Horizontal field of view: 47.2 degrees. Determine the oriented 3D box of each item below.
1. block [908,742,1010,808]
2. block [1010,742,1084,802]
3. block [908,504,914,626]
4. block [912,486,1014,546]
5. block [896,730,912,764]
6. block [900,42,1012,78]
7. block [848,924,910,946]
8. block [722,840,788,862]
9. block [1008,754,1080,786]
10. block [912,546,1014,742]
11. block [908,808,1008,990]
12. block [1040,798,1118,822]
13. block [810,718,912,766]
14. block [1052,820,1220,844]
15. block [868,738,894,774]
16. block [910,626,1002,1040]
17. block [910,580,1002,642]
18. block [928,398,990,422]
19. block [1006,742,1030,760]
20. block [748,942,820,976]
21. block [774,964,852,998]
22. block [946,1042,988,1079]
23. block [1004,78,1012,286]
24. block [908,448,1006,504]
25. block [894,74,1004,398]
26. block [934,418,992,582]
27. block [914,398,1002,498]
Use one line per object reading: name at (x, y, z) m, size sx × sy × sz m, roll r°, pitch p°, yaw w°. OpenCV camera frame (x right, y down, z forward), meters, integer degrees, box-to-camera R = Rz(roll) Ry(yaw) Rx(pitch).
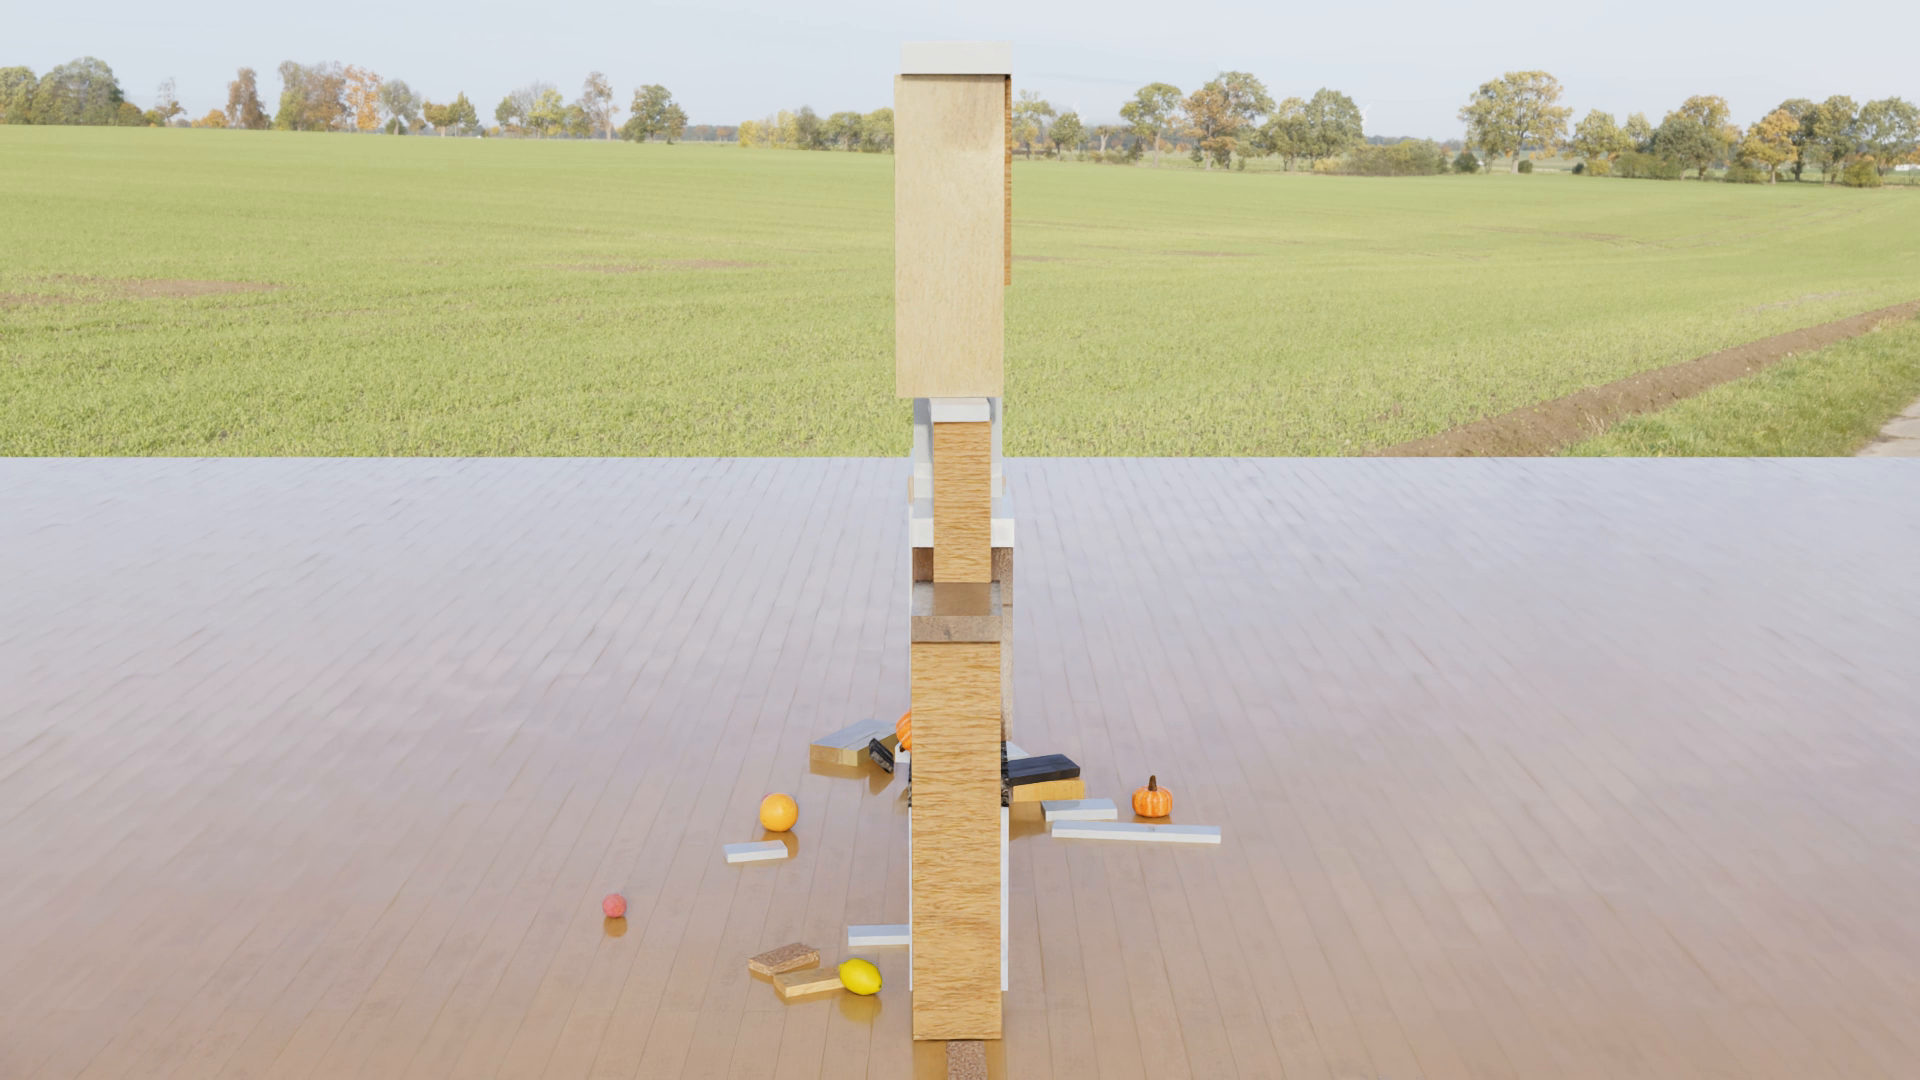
block at (-0.002, 0.339, 3.314) m, size 0.145 × 0.041 × 0.291 m, roll 0°, pitch 11°, yaw 0°
block at (0.158, 0.452, 4.308) m, size 0.136 × 0.039 × 0.272 m, roll -1°, pitch 11°, yaw -4°
block at (-0.004, 0.087, 3.665) m, size 0.159 × 0.319 × 0.045 m, roll 0°, pitch 11°, yaw 0°
block at (0.004, -0.039, 3.429) m, size 0.152 × 0.043 × 0.304 m, roll 0°, pitch 11°, yaw 0°
block at (-0.048, 0.401, 4.389) m, size 0.112 × 0.032 × 0.223 m, roll 2°, pitch 11°, yaw 12°
block at (-0.003, -0.702, 3.223) m, size 0.156 × 0.044 × 0.312 m, roll 0°, pitch 11°, yaw 1°
block at (-0.126, 0.622, 3.460) m, size 0.100 × 0.014 × 0.050 m, roll -1°, pitch 11°, yaw -5°
block at (-0.360, 0.546, 3.862) m, size 0.105 × 0.015 × 0.053 m, roll -3°, pitch 11°, yaw -16°
block at (0.115, 0.440, 4.165) m, size 0.227 × 0.019 × 0.067 m, roll -4°, pitch 22°, yaw -31°
block at (0.004, 0.153, 3.362) m, size 0.152 × 0.308 × 0.043 m, roll 0°, pitch 11°, yaw 0°
block at (-0.002, 0.520, 3.249) m, size 0.145 × 0.291 × 0.041 m, roll 0°, pitch 11°, yaw 0°
block at (0.221, 0.502, 4.093) m, size 0.133 × 0.019 × 0.067 m, roll -1°, pitch 11°, yaw -6°
block at (-0.202, 0.415, 4.525) m, size 0.112 × 0.032 × 0.223 m, roll 6°, pitch 12°, yaw 28°
block at (0.318, 0.526, 3.971) m, size 0.302 × 0.015 × 0.052 m, roll 1°, pitch 11°, yaw 7°
block at (-0.157, 0.431, 4.399) m, size 0.052 × 0.015 × 0.104 m, roll 43°, pitch 6°, yaw -10°
block at (-0.006, 0.409, 3.062) m, size 0.123 × 0.578 × 0.035 m, roll 0°, pitch 6°, yaw -2°
block at (-0.004, 0.097, 3.063) m, size 0.123 × 0.035 × 0.246 m, roll 0°, pitch 10°, yaw 0°
block at (-0.003, -0.193, 3.184) m, size 0.082 × 0.023 × 0.164 m, roll 0°, pitch 10°, yaw -3°
block at (0.025, 0.394, 4.295) m, size 0.112 × 0.032 × 0.223 m, roll 3°, pitch 16°, yaw -35°
block at (-0.269, 0.640, 3.361) m, size 0.050 × 0.014 × 0.100 m, roll 10°, pitch 15°, yaw 44°
block at (-0.219, 0.656, 3.274) m, size 0.104 × 0.015 × 0.052 m, roll -5°, pitch 12°, yaw -25°
block at (0.012, 0.733, 2.860) m, size 0.052 × 0.015 × 0.362 m, roll 0°, pitch 11°, yaw -1°
block at (0.000, -0.547, 3.365) m, size 0.156 × 0.312 × 0.044 m, roll 0°, pitch 12°, yaw -2°
block at (-0.006, -0.111, 3.736) m, size 0.159 × 0.045 × 0.319 m, roll 0°, pitch 11°, yaw 0°
block at (-0.016, -0.436, 3.172) m, size 0.156 × 0.459 × 0.044 m, roll -1°, pitch 10°, yaw -3°
block at (0.003, -0.057, 3.155) m, size 0.082 × 0.235 × 0.023 m, roll 0°, pitch 9°, yaw 0°
block at (-0.004, -0.216, 3.458) m, size 0.139 × 0.295 × 0.039 m, roll 0°, pitch 11°, yaw -1°
